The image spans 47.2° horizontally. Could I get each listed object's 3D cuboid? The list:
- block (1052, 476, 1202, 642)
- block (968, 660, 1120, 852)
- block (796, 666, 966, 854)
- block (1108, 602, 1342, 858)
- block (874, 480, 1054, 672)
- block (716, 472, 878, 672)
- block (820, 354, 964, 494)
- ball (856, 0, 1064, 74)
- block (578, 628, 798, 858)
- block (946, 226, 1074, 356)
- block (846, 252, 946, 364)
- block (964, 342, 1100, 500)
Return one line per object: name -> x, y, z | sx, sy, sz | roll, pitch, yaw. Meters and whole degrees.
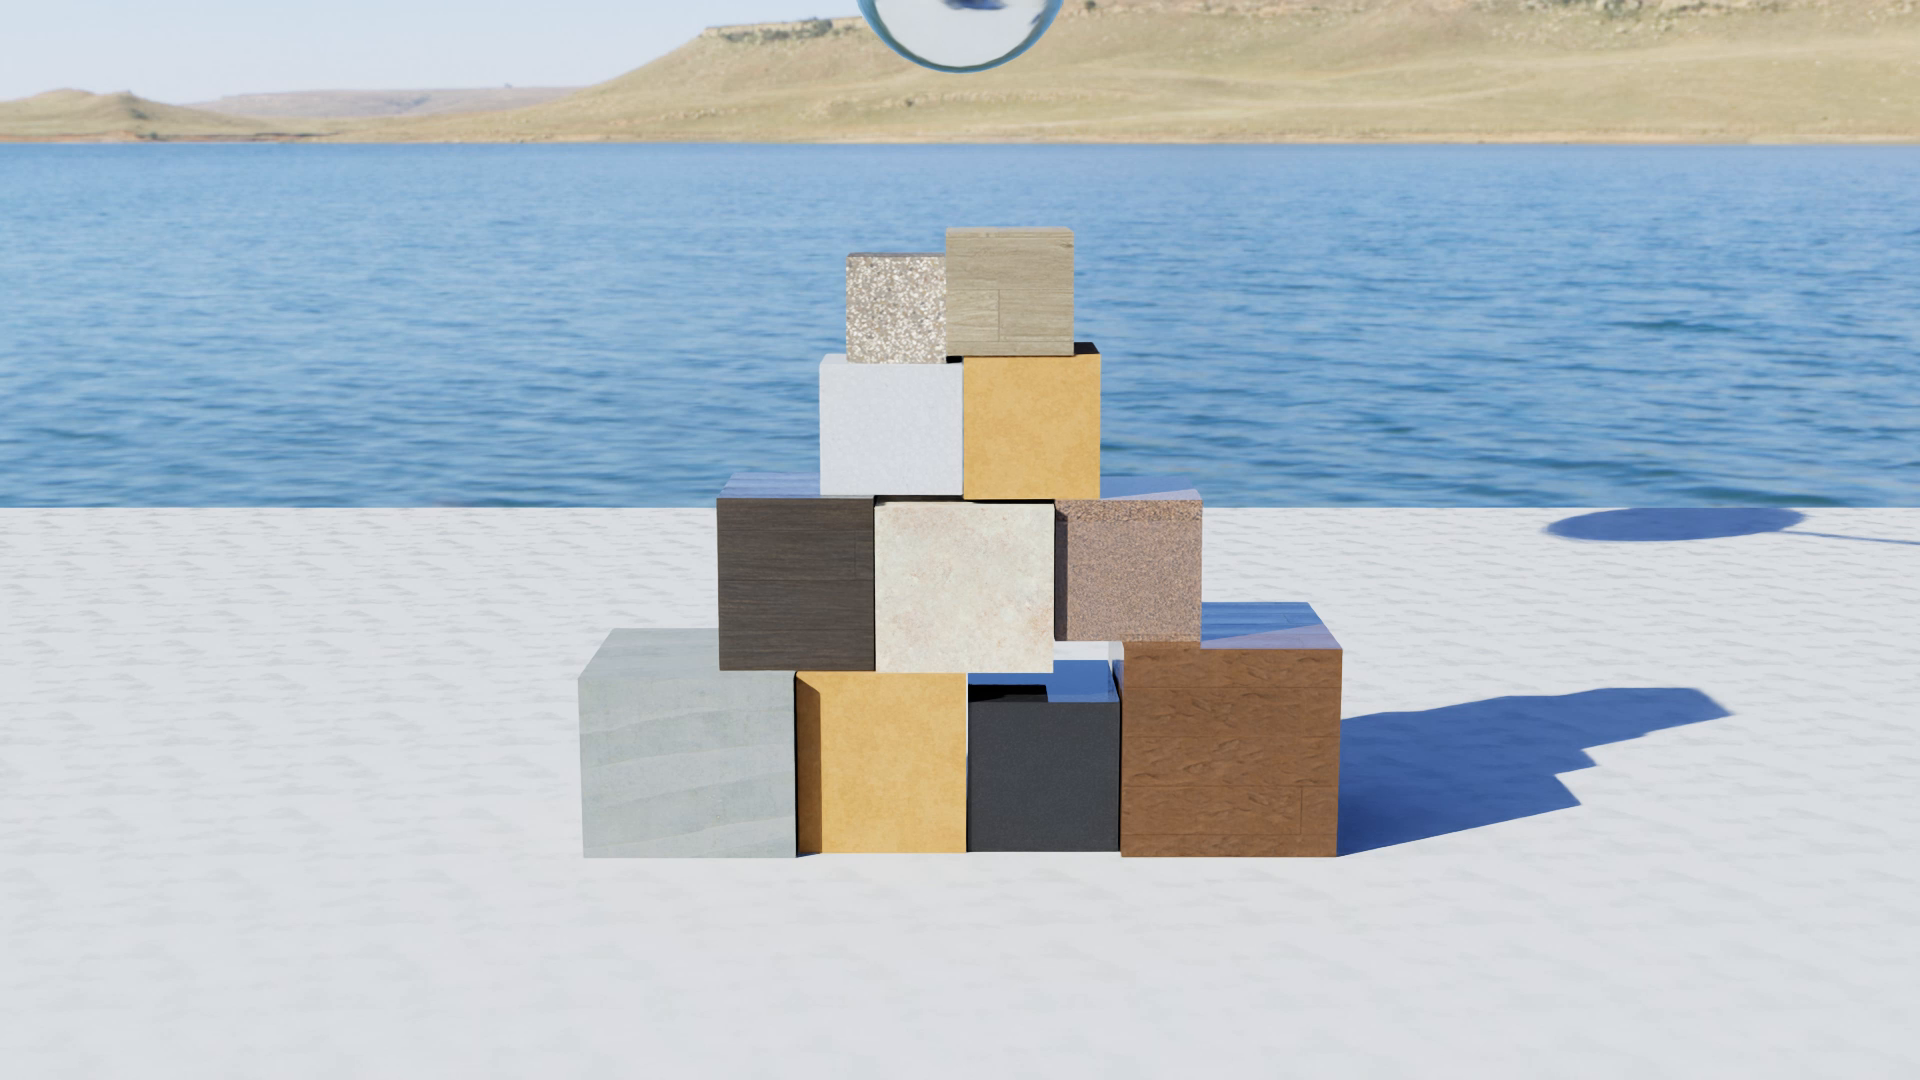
block -> 0.829, 0.084, 11.192 | 0.722, 0.708, 0.770 | 0, 10, 0
block -> 0.414, 1.099, 11.365 | 0.750, 0.771, 0.904 | 0, 10, 0
block -> -0.387, 1.026, 11.375 | 0.834, 0.912, 0.986 | 0, 10, 0
block -> 1.333, 0.953, 11.356 | 1.067, 1.061, 1.110 | 0, 10, 0
block -> 0.022, 0.171, 11.223 | 0.875, 0.825, 0.887 | 0, 10, 0
block -> -0.807, 0.146, 11.227 | 0.766, 0.865, 0.854 | 0, 10, 0
block -> -0.336, -0.590, 11.070 | 0.702, 0.641, 0.577 | 0, 10, 0
ball -> 0.000, -4.139, 15.667 | 1.600, 1.600, 1.600 | 0, 10, 0
block -> -1.340, 1.025, 11.367 | 1.052, 0.916, 1.127 | 0, 10, 0
block -> 0.240, -1.248, 10.955 | 0.616, 0.590, 0.710 | 0, 10, 0
block -> -0.312, -1.164, 10.987 | 0.486, 0.518, 0.476 | 0, 10, 0
block -> 0.351, -0.610, 11.068 | 0.667, 0.707, 0.679 | 0, 10, 0
